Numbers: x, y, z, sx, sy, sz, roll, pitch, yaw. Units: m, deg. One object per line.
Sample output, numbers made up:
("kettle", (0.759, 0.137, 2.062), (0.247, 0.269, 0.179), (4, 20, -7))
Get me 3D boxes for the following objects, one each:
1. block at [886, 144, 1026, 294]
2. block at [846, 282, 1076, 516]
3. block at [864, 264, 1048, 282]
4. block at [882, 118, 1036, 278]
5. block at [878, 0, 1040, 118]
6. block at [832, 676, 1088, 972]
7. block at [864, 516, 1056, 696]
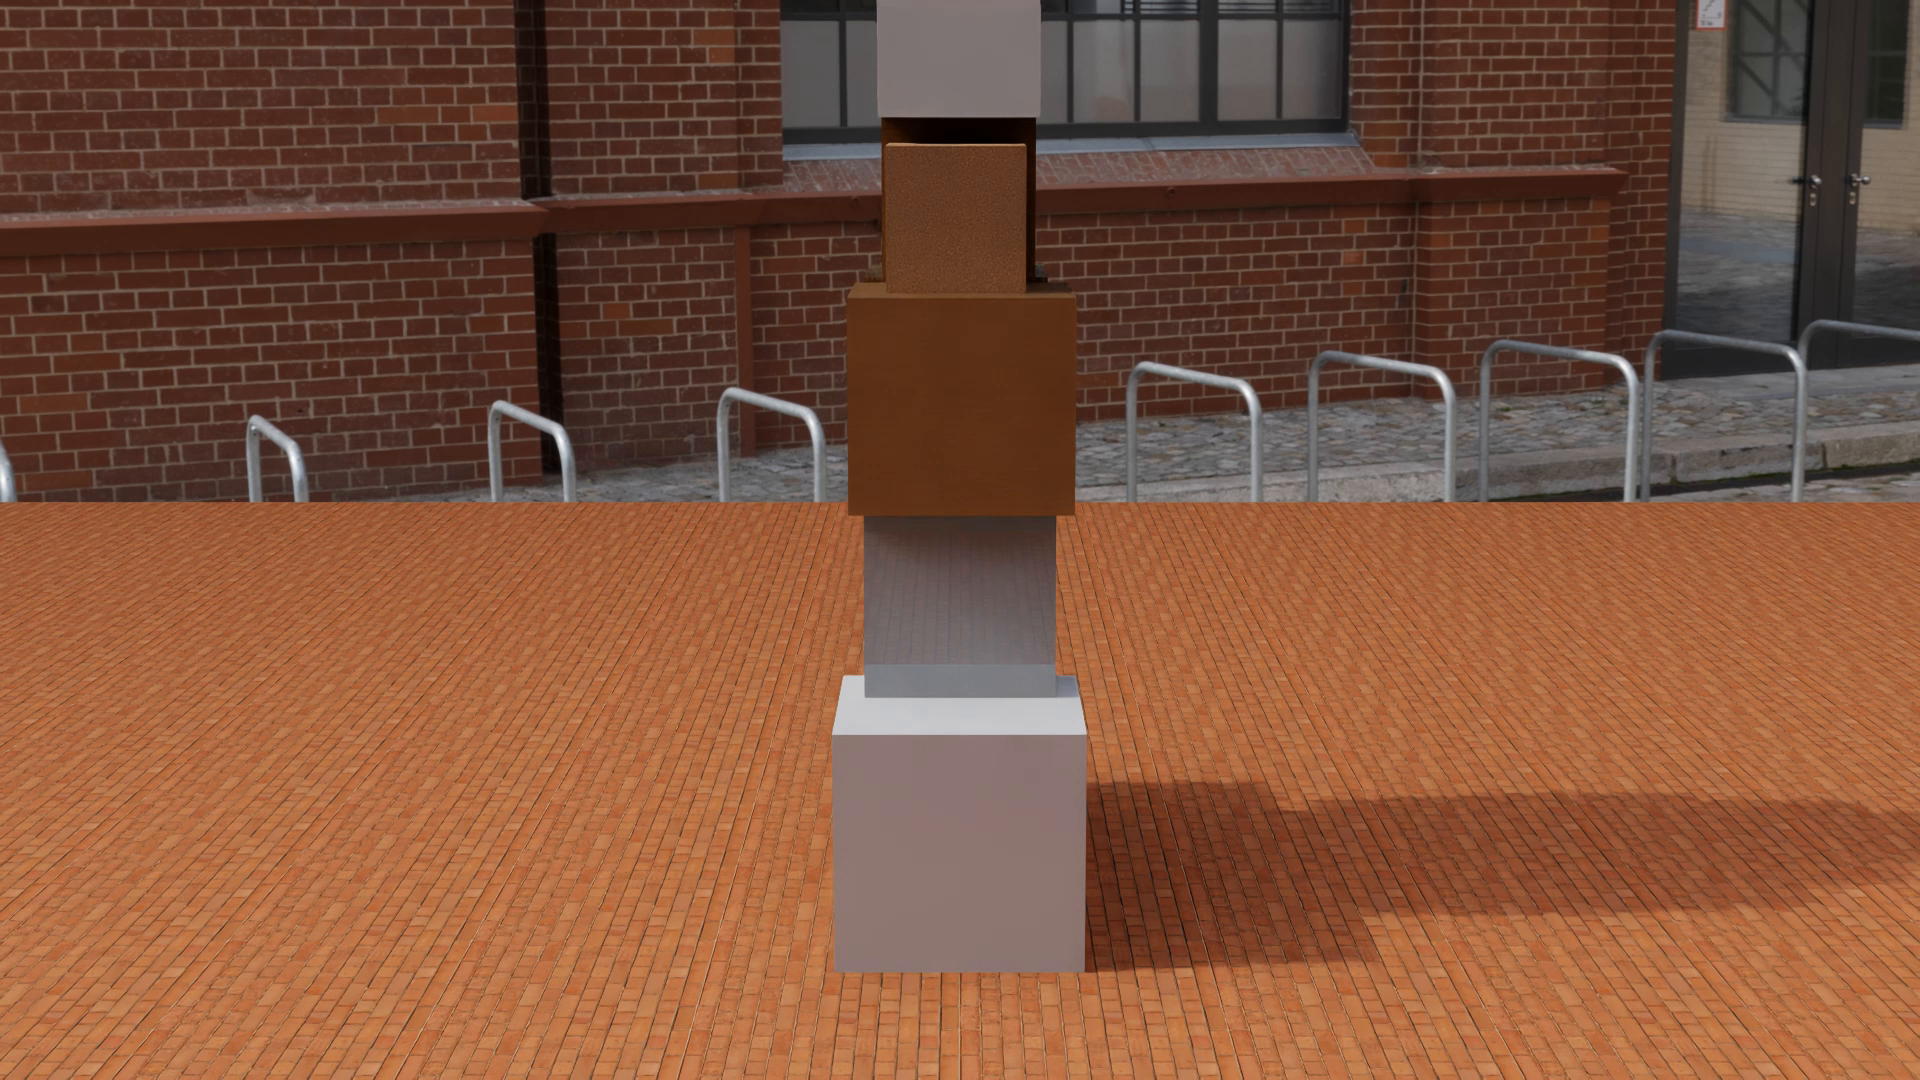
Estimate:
("block", (-0.017, -1.335, 10.597), (0.566, 0.590, 0.574), (0, 10, 0))
("block", (0.007, -0.598, 10.627), (0.909, 0.872, 0.841), (0, 10, 0))
("block", (-0.018, -0.757, 11.488), (0.786, 0.895, 0.887), (0, 10, 0))
("block", (-0.006, -1.513, 11.223), (0.653, 0.683, 0.696), (0, 10, 0))
("block", (-0.004, -2.097, 10.820), (0.667, 0.603, 0.697), (0, 11, 0))
("block", (-0.002, 1.145, 10.551), (0.991, 0.972, 0.992), (0, 10, 0))
("block", (0.000, 0.194, 10.891), (0.785, 0.779, 0.807), (0, 10, 0))
